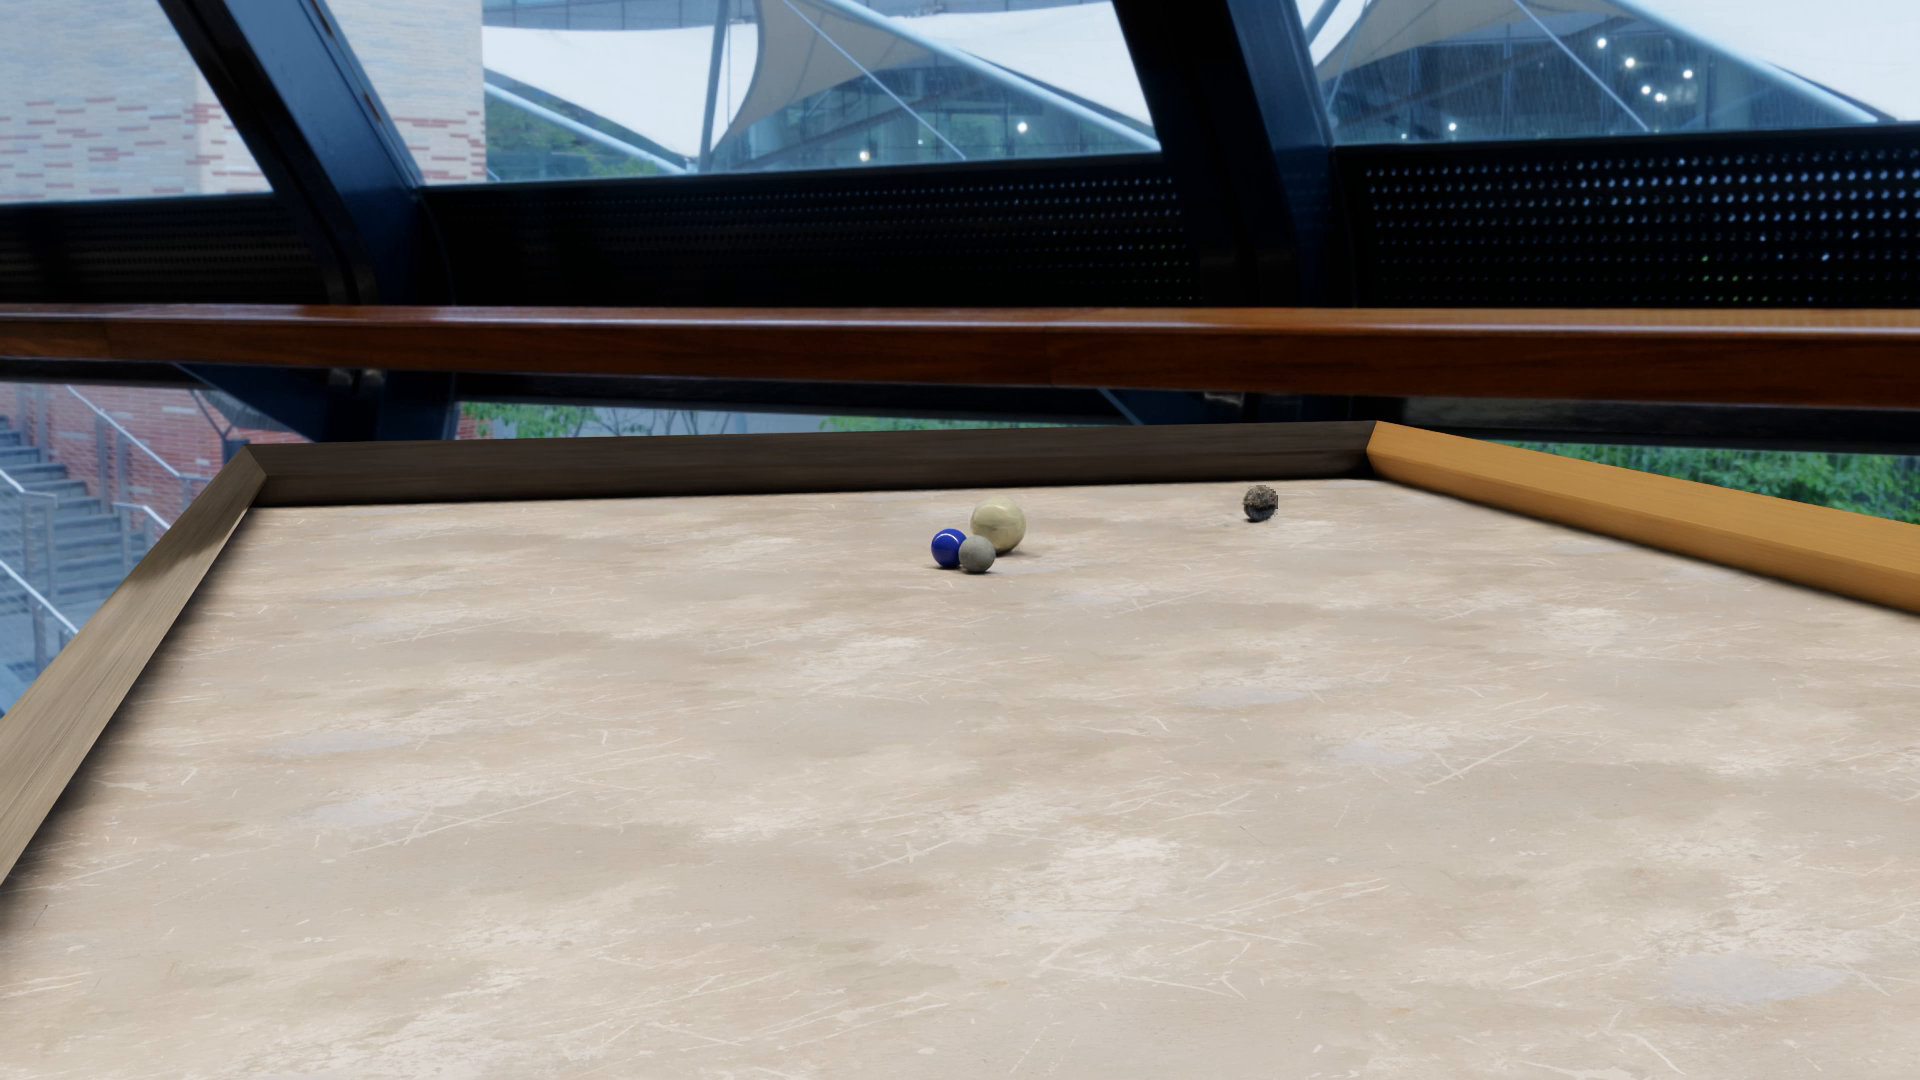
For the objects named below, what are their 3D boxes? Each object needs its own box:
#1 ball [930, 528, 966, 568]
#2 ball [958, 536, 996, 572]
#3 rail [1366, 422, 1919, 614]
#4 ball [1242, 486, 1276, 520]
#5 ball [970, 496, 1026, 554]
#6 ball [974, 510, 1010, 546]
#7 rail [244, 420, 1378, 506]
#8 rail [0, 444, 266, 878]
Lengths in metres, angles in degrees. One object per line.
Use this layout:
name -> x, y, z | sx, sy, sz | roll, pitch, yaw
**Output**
ball -> -0.016, 0.013, 3.507 | 0.063, 0.063, 0.063 | 0, 8, 0
ball -> 0.027, 0.022, 3.454 | 0.059, 0.059, 0.059 | 0, 8, 0
rail -> 1.371, 0.072, 2.856 | 0.045, 0.122, 4.092 | -2, 8, -13
ball -> 0.557, -0.067, 4.089 | 0.063, 0.063, 0.063 | 0, 8, 0
ball -> 0.063, -0.025, 3.666 | 0.094, 0.094, 0.094 | 0, 8, 0
ball -> 0.055, -0.020, 3.744 | 0.063, 0.063, 0.063 | 0, 8, 0
rail -> -0.233, -0.160, 4.534 | 2.377, 0.122, 0.045 | -2, 8, -13
rail -> -0.893, 0.146, 2.317 | 0.045, 0.122, 4.092 | -2, 8, -13
